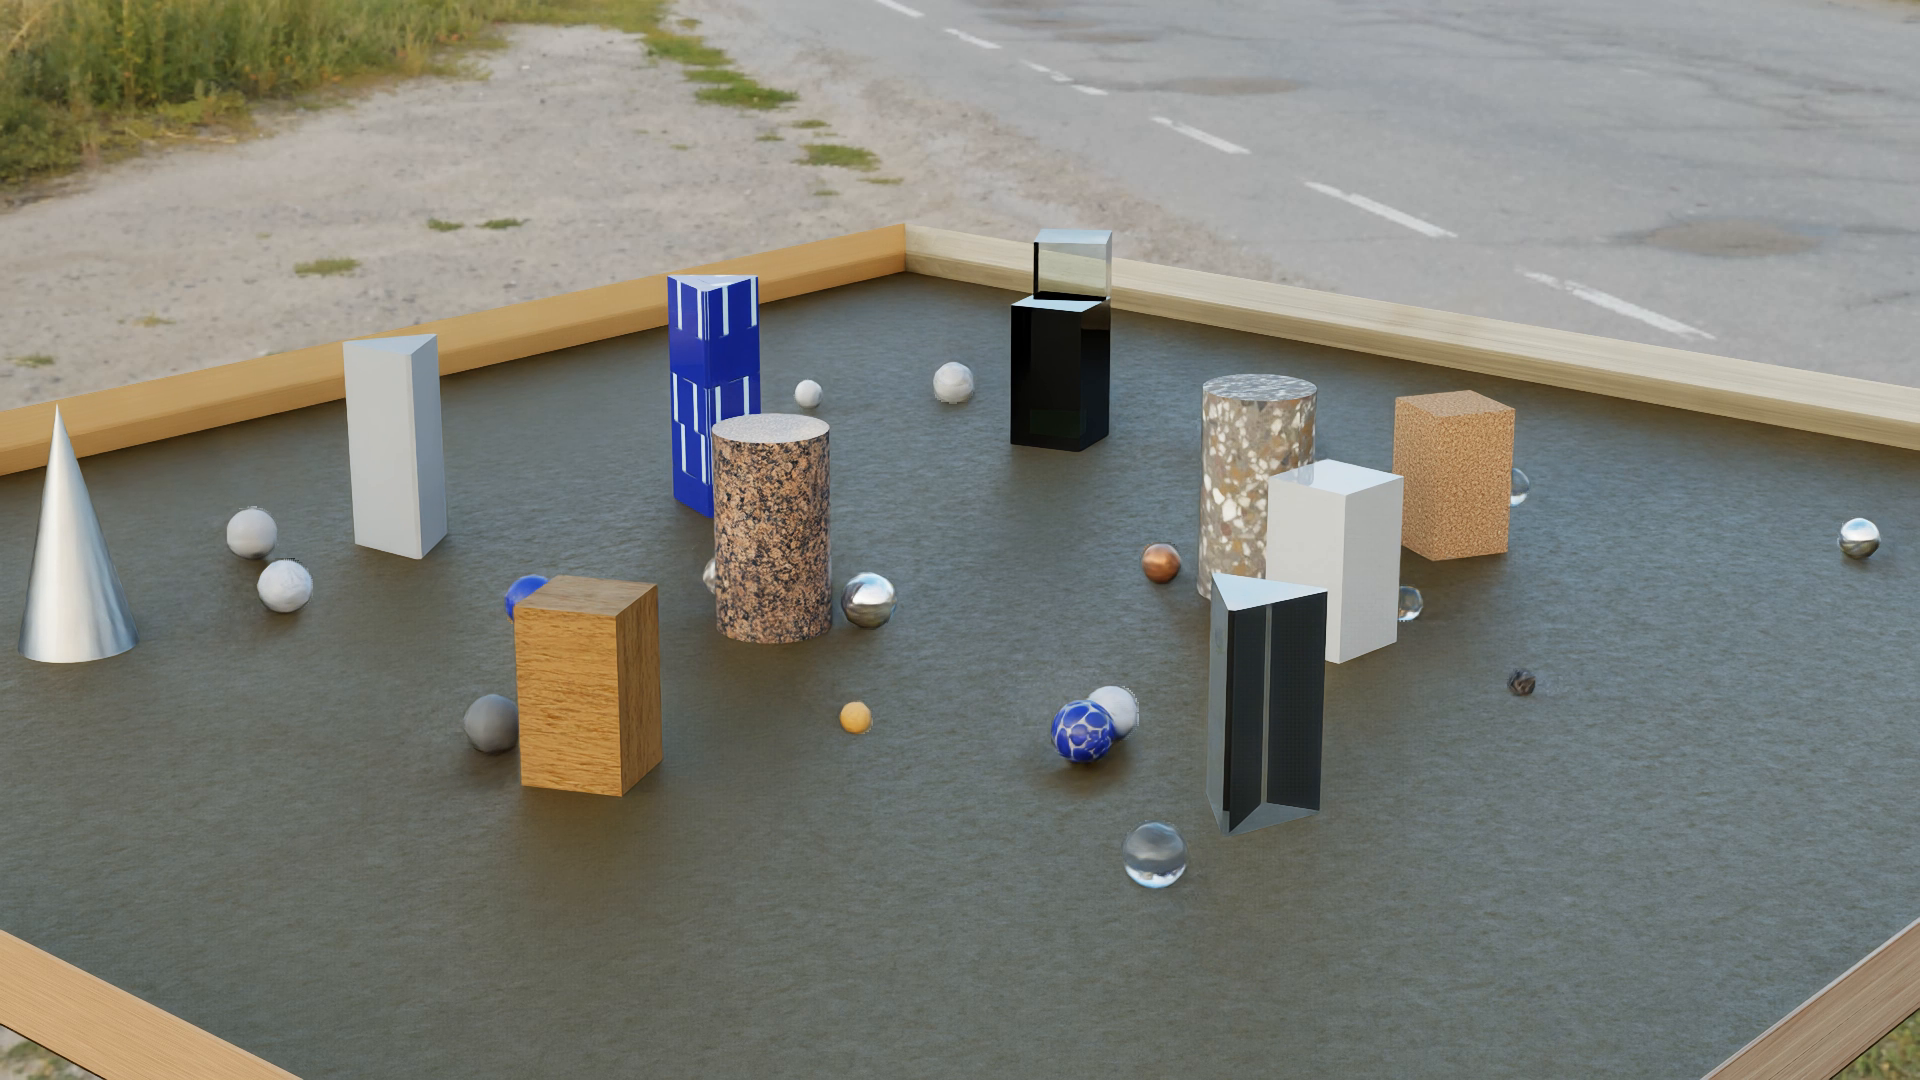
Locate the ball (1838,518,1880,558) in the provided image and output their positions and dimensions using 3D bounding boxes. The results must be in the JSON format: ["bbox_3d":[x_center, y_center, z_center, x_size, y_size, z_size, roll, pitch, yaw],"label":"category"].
[{"bbox_3d":[1.635,-0.003,5.332,0.073,0.073,0.073,0,17,0],"label":"ball"}]

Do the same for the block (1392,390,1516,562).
[{"bbox_3d":[0.902,-0.120,5.381,0.157,0.270,0.157,-6,18,-21],"label":"block"}]

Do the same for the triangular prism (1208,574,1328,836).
[{"bbox_3d":[0.400,0.223,4.135,0.170,0.331,0.147,-11,20,-32],"label":"triangular prism"}]

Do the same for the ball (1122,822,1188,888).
[{"bbox_3d":[0.260,0.420,3.905,0.088,0.088,0.088,0,17,0],"label":"ball"}]

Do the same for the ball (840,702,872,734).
[{"bbox_3d":[-0.159,0.271,4.468,0.049,0.049,0.049,0,17,0],"label":"ball"}]

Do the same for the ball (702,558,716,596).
[{"bbox_3d":[-0.410,0.063,5.110,0.075,0.075,0.075,0,17,0],"label":"ball"}]

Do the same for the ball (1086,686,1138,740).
[{"bbox_3d":[0.228,0.262,4.435,0.083,0.083,0.083,0,17,0],"label":"ball"}]

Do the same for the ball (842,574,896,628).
[{"bbox_3d":[-0.153,0.103,4.946,0.094,0.094,0.094,0,17,0],"label":"ball"}]

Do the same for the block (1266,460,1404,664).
[{"bbox_3d":[0.617,0.033,4.845,0.157,0.286,0.157,16,23,42],"label":"block"}]

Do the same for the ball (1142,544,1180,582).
[{"bbox_3d":[0.356,0.041,5.194,0.070,0.070,0.070,0,17,0],"label":"ball"}]

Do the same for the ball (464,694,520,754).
[{"bbox_3d":[-0.698,0.275,4.384,0.088,0.088,0.088,0,17,0],"label":"ball"}]

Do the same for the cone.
[{"bbox_3d":[-1.466,-0.025,4.820,0.196,0.411,0.196,0,17,0],"label":"cone"}]

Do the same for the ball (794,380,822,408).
[{"bbox_3d":[-0.330,-0.318,6.399,0.062,0.062,0.062,0,17,0],"label":"ball"}]

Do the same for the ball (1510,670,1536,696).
[{"bbox_3d":[0.888,0.225,4.631,0.042,0.042,0.042,0,17,0],"label":"ball"}]

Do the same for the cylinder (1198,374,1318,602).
[{"bbox_3d":[0.516,-0.087,5.103,0.196,0.367,0.196,0,17,0],"label":"cylinder"}]

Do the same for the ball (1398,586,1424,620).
[{"bbox_3d":[0.757,0.107,4.989,0.061,0.061,0.061,0,17,0],"label":"ball"}]

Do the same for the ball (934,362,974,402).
[{"bbox_3d":[-0.014,-0.346,6.445,0.089,0.089,0.089,0,17,0],"label":"ball"}]

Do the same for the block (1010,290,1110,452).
[{"bbox_3d":[0.209,-0.352,6.107,0.157,0.296,0.157,8,18,24],"label":"block"}]

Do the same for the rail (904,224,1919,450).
[{"bbox_3d":[1.317,-0.406,6.572,3.922,0.127,0.045,14,22,39],"label":"rail"}]

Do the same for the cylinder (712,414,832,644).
[{"bbox_3d":[-0.315,-0.021,4.923,0.196,0.345,0.196,0,17,0],"label":"cylinder"}]

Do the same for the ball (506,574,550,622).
[{"bbox_3d":[-0.720,0.105,4.941,0.093,0.093,0.093,0,17,0],"label":"ball"}]

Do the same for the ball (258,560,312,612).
[{"bbox_3d":[-1.158,0.079,5.030,0.091,0.091,0.091,0,17,0],"label":"ball"}]

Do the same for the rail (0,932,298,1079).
[{"bbox_3d":[-1.317,0.470,3.668,3.922,0.127,0.045,14,22,39],"label":"rail"}]

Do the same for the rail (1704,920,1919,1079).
[{"bbox_3d":[1.463,0.399,3.904,0.045,0.127,4.065,14,22,39],"label":"rail"}]

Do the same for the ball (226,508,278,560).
[{"bbox_3d":[-1.286,-0.011,5.326,0.092,0.092,0.092,0,17,0],"label":"ball"}]

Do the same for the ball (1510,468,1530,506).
[{"bbox_3d":[1.059,-0.102,5.656,0.077,0.077,0.077,0,17,0],"label":"ball"}]

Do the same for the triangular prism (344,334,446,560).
[{"bbox_3d":[-1.008,-0.179,5.385,0.170,0.381,0.147,12,21,35],"label":"triangular prism"}]

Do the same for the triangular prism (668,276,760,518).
[{"bbox_3d":[-0.494,-0.284,5.630,0.147,0.440,0.170,10,19,29],"label":"triangular prism"}]

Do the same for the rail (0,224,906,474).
[{"bbox_3d":[-1.463,-0.335,6.336,0.045,0.127,4.065,14,22,39],"label":"rail"}]

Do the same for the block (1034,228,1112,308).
[{"bbox_3d":[0.247,-0.492,6.459,0.157,0.359,0.157,2,17,7],"label":"block"}]

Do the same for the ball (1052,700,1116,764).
[{"bbox_3d":[0.182,0.284,4.345,0.095,0.095,0.095,0,17,0],"label":"ball"}]

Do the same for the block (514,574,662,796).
[{"bbox_3d":[-0.540,0.210,4.278,0.157,0.274,0.157,5,17,16],"label":"block"}]
